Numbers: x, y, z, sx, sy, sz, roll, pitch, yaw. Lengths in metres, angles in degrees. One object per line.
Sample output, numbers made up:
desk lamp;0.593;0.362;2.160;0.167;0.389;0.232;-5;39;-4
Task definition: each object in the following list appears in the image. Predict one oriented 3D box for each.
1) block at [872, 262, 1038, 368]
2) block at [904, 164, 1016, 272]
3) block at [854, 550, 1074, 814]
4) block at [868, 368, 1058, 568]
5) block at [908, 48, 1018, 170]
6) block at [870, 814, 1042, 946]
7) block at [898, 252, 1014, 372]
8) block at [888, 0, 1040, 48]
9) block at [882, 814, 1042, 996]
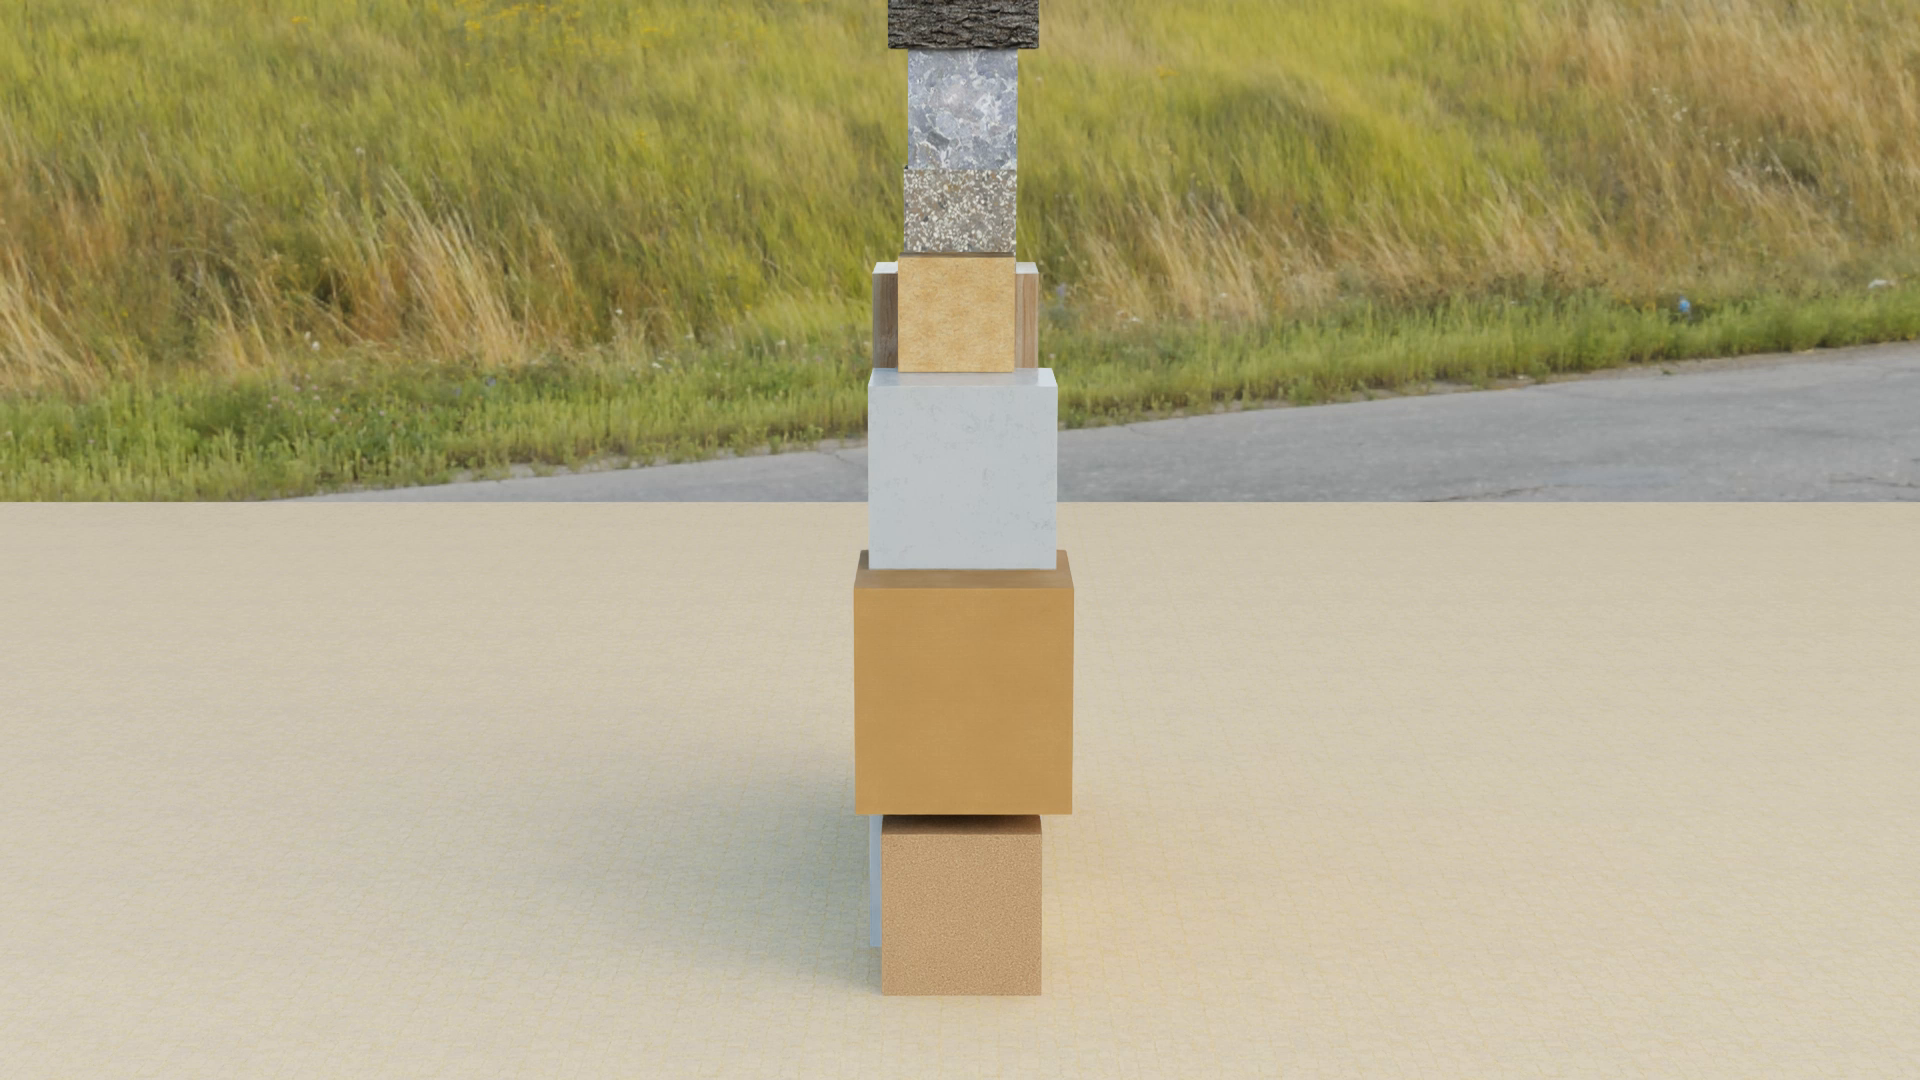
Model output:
block;-0.018;-0.832;10.997;0.690;0.671;0.587;0;11;0
block;0.000;-1.374;10.918;0.469;0.423;0.533;0;11;0
block;0.014;0.542;10.029;0.825;0.880;0.741;0;11;0
block;0.010;-0.295;10.171;0.725;0.707;0.632;0;10;0
block;0.011;-1.825;10.834;0.451;0.494;0.493;0;11;0
block;-0.019;1.238;10.700;0.694;0.736;0.641;0;10;0
block;-0.015;-0.932;10.444;0.464;0.453;0.456;0;9;0
block;0.014;-2.325;10.740;0.618;0.524;0.569;0;11;0
block;0.006;1.391;10.111;0.615;0.645;0.552;0;10;0
